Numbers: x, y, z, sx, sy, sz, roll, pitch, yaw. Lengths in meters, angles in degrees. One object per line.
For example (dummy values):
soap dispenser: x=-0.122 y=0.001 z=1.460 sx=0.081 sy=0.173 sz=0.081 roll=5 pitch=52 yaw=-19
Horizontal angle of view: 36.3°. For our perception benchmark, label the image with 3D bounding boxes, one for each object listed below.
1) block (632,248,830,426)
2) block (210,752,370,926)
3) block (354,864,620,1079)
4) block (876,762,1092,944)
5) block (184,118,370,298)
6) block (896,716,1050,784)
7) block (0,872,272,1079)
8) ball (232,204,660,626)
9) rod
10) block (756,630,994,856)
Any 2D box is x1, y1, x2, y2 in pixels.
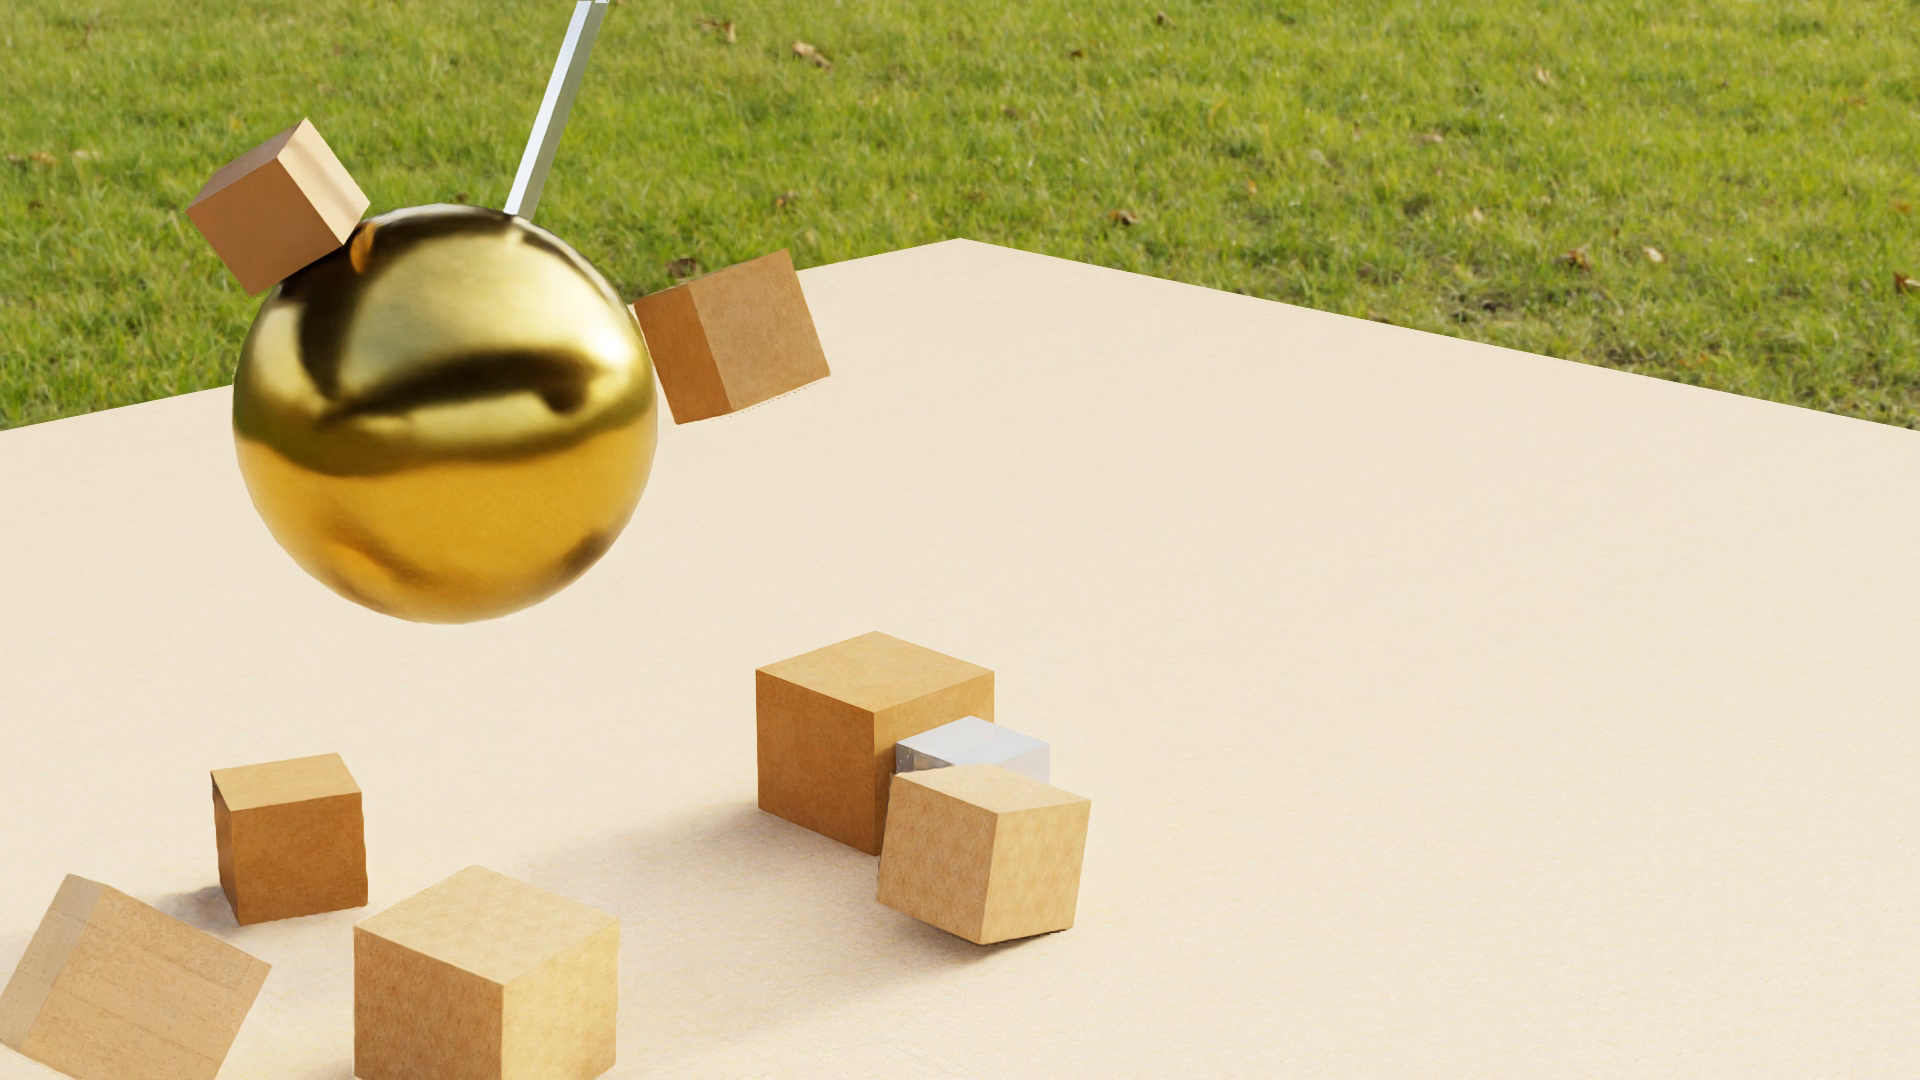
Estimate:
block: x=-0.810 y=-0.715 z=10.364 sx=0.421 sy=0.469 sz=0.439 roll=-24 pitch=9 yaw=-31
block: x=-3.013 y=1.337 z=13.176 sx=0.574 sy=0.548 sz=0.514 roll=-7 pitch=19 yaw=-22
block: x=-1.850 y=1.787 z=11.467 sx=0.742 sy=0.657 sz=0.697 roll=15 pitch=23 yaw=29
block: x=0.103 y=1.364 z=12.862 sx=0.635 sy=0.580 sz=0.608 roll=16 pitch=13 yaw=42
block: x=-2.511 y=-1.228 z=10.809 sx=0.434 sy=0.395 sz=0.379 roll=-26 pitch=25 yaw=19
block: x=0.059 y=1.196 z=13.639 sx=0.517 sy=0.540 sz=0.491 roll=17 pitch=24 yaw=42
block: x=-3.116 y=1.716 z=10.963 sx=0.694 sy=0.662 sz=0.614 roll=32 pitch=-17 yaw=-25
ball: x=-1.947 y=-0.476 z=11.151 sx=1.600 sy=1.600 sz=1.600 roll=0 pitch=17 yaw=0
rod: x=-0.844 y=-3.689 z=11.298 sx=0.080 sy=5.200 sz=0.080 roll=17 pitch=-3 yaw=42
block: x=-0.407 y=0.962 z=14.087 sx=0.789 sy=0.718 sz=0.826 roll=-17 pitch=24 yaw=-42
